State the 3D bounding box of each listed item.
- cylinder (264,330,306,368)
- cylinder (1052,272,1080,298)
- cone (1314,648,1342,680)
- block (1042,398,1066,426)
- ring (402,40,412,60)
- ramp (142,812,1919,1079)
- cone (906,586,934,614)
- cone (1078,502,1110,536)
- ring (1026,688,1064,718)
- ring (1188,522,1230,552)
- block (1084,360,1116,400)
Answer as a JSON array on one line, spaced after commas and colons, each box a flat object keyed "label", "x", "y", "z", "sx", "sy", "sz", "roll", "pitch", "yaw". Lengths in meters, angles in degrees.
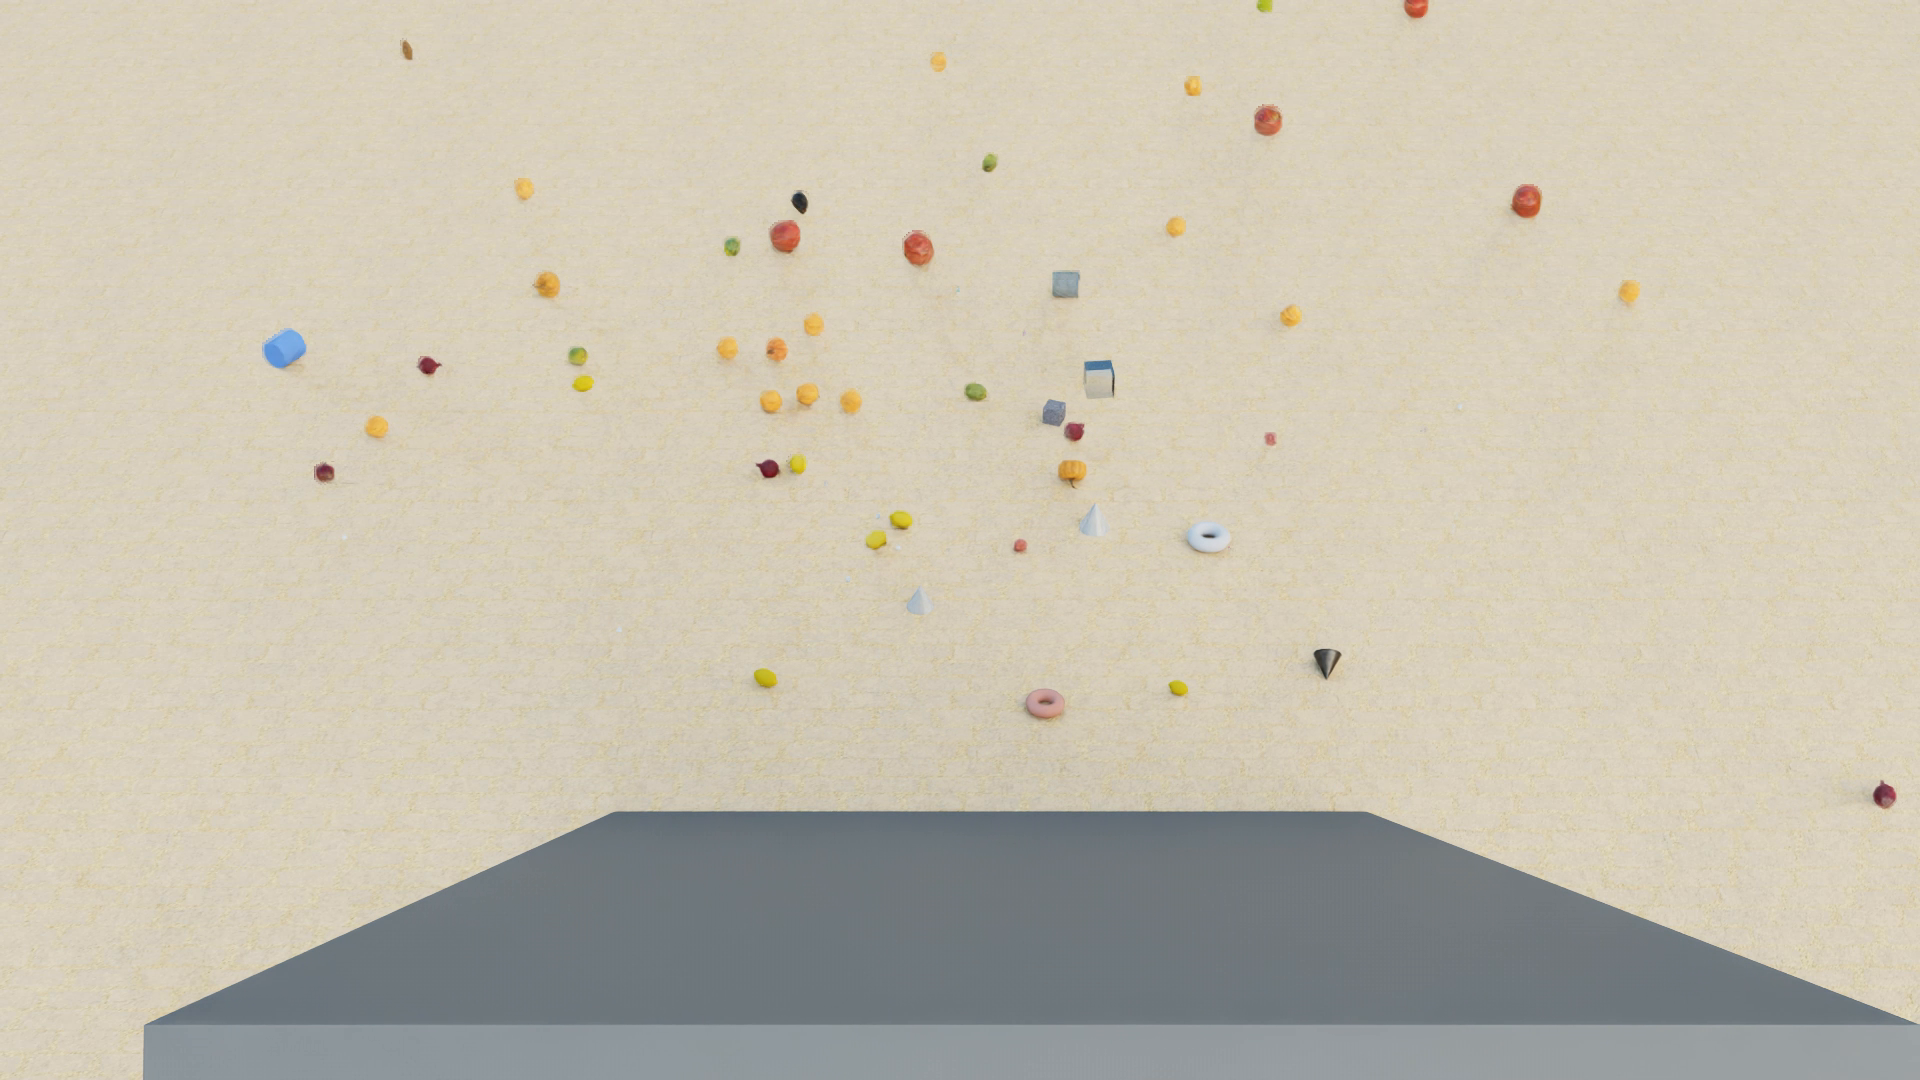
[{"label": "cylinder", "x": -2.280, "y": -0.644, "z": 8.788, "sx": 0.099, "sy": 0.099, "sz": 0.099, "roll": 21, "pitch": 42, "yaw": 25}, {"label": "cylinder", "x": 0.371, "y": -0.897, "z": 9.132, "sx": 0.090, "sy": 0.090, "sz": 0.090, "roll": 4, "pitch": 37, "yaw": 6}, {"label": "cone", "x": 1.057, "y": 0.367, "z": 7.494, "sx": 0.082, "sy": 0.082, "sz": 0.082, "roll": 4, "pitch": 64, "yaw": 5}, {"label": "block", "x": 0.308, "y": -0.416, "z": 8.519, "sx": 0.059, "sy": 0.059, "sz": 0.059, "roll": 13, "pitch": 39, "yaw": 17}, {"label": "ring", "x": -2.254, "y": -1.996, "z": 10.605, "sx": 0.026, "sy": 0.079, "sz": 0.079, "roll": -19, "pitch": 41, "yaw": -21}, {"label": "ramp", "x": 0.081, "y": 0.684, "z": 4.924, "sx": 2.000, "sy": 0.100, "sz": 4.000, "roll": 0, "pitch": -3, "yaw": 0}, {"label": "cone", "x": -0.118, "y": 0.164, "z": 7.726, "sx": 0.082, "sy": 0.082, "sz": 0.082, "roll": 0, "pitch": 37, "yaw": 0}, {"label": "cone", "x": 0.417, "y": -0.079, "z": 8.037, "sx": 0.097, "sy": 0.097, "sz": 0.097, "roll": 0, "pitch": 37, "yaw": 0}, {"label": "ring", "x": 0.241, "y": 0.462, "z": 7.368, "sx": 0.112, "sy": 0.037, "sz": 0.112, "roll": 1, "pitch": 36, "yaw": -1}, {"label": "ring", "x": 0.763, "y": -0.009, "z": 7.989, "sx": 0.132, "sy": 0.044, "sz": 0.132, "roll": 1, "pitch": 37, "yaw": -1}, {"label": "block", "x": 0.462, "y": -0.533, "z": 8.647, "sx": 0.091, "sy": 0.091, "sz": 0.091, "roll": -4, "pitch": 37, "yaw": -5}]
